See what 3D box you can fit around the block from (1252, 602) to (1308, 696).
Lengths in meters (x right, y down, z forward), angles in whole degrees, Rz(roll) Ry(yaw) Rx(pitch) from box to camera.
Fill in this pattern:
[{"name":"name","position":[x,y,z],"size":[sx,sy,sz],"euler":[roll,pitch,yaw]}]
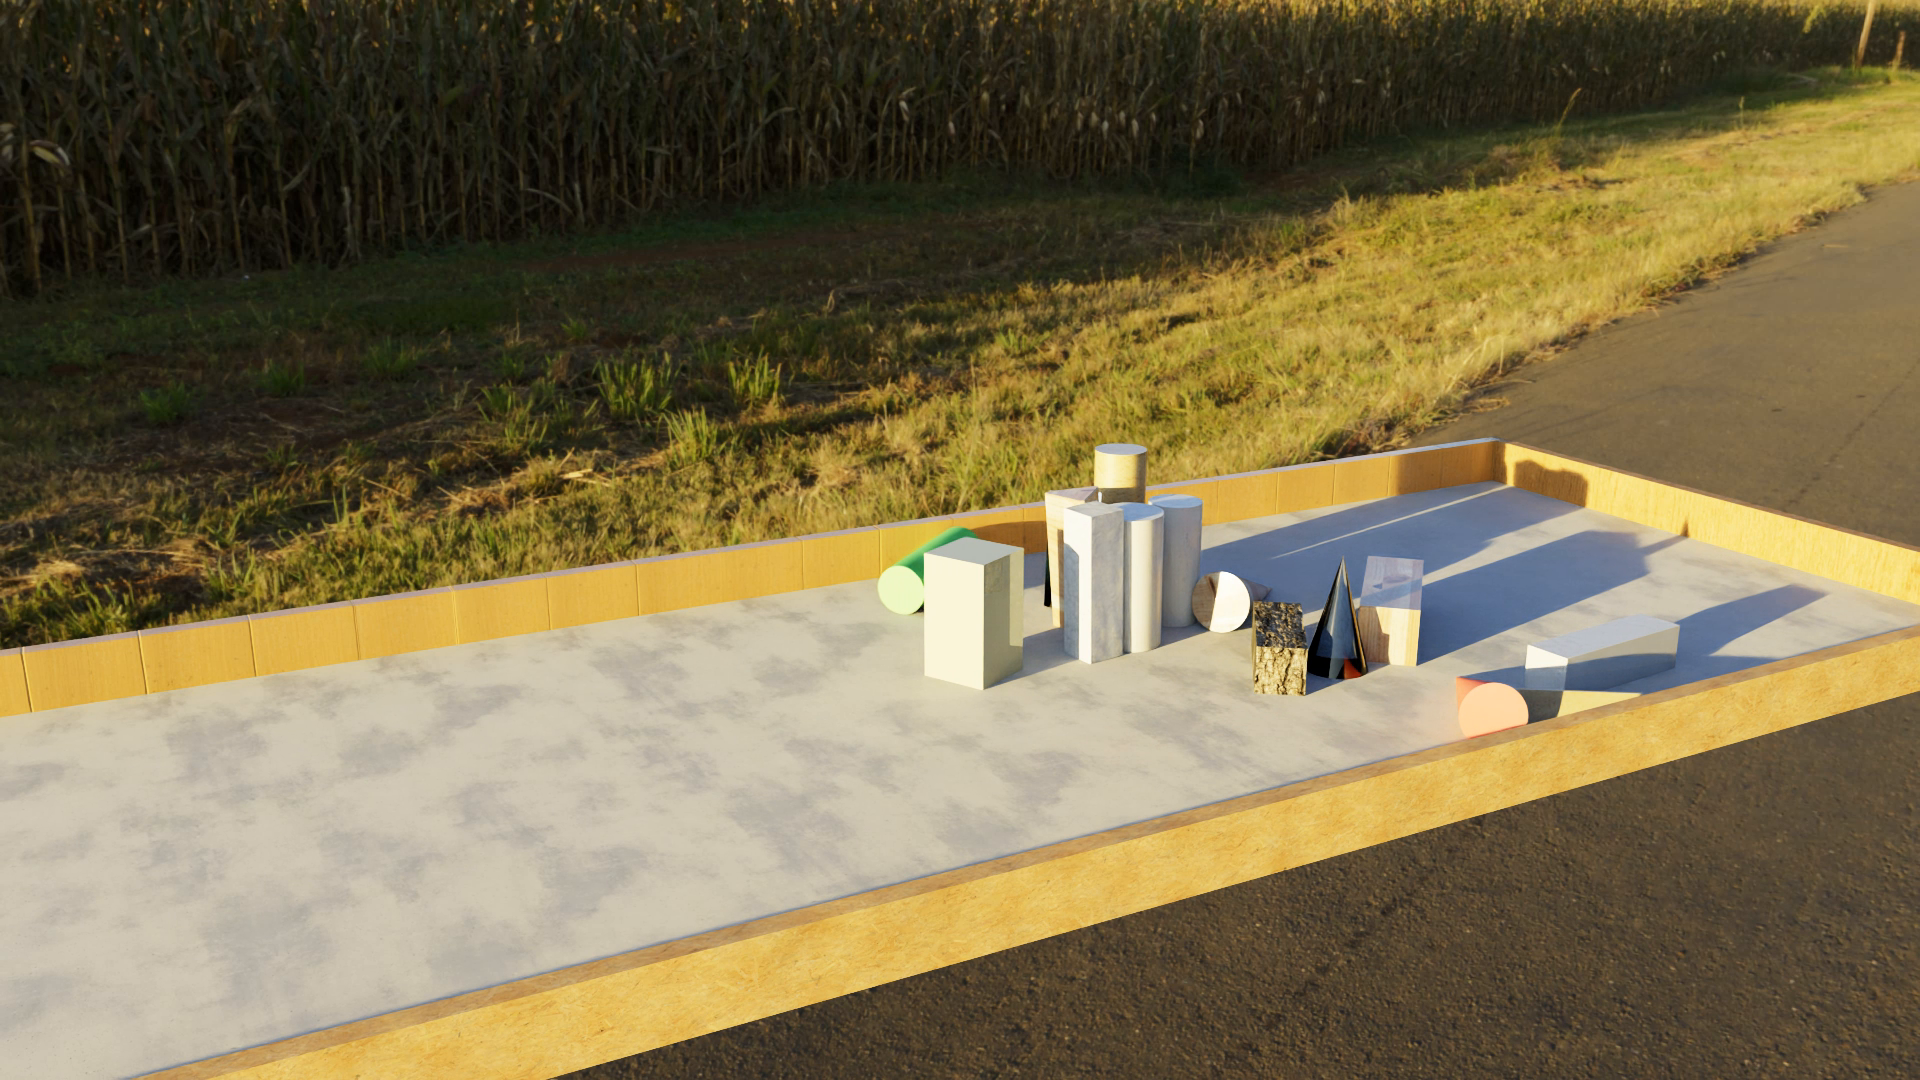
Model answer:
[{"name":"block","position":[0.812,0.273,4.210],"size":[0.122,0.122,0.353],"euler":[2,17,8]}]

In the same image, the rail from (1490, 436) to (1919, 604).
[{"name":"rail","position":[2.466,-0.048,5.253],"size":[0.050,0.150,2.100],"euler":[-9,18,-27]}]

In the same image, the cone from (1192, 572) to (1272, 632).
[{"name":"cone","position":[0.816,0.156,4.678],"size":[0.166,0.166,0.436],"euler":[9,8,29]}]

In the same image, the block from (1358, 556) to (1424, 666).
[{"name":"block","position":[1.164,0.185,4.456],"size":[0.152,0.152,0.456],"euler":[5,17,15]}]

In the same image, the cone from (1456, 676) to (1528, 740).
[{"name":"cone","position":[1.231,0.372,3.955],"size":[0.152,0.152,0.451],"euler":[2,7,6]}]

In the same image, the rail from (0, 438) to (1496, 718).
[{"name":"rail","position":[-3.305,0.497,3.399],"size":[12.000,0.150,0.050],"euler":[-9,18,-27]}]

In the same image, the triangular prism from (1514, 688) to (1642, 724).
[{"name":"triangular prism","position":[1.430,0.393,3.850],"size":[0.305,0.090,0.103],"euler":[2,16,5]}]

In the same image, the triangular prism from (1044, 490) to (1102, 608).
[{"name":"triangular prism","position":[0.297,0.027,4.663],"size":[0.126,0.331,0.145],"euler":[5,3,41]}]

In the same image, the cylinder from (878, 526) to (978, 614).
[{"name":"cylinder","position":[-0.082,0.084,4.814],"size":[0.141,0.141,0.435],"euler":[7,18,21]}]

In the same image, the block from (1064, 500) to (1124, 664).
[{"name":"block","position":[0.346,0.109,4.274],"size":[0.108,0.397,0.108],"euler":[-13,21,-33]}]

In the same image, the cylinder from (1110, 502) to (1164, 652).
[{"name":"cylinder","position":[0.450,0.098,4.371],"size":[0.172,0.362,0.172],"euler":[-1,18,0]}]

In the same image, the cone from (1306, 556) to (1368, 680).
[{"name":"cone","position":[0.965,0.183,4.195],"size":[0.163,0.302,0.163],"euler":[0,16,0]}]

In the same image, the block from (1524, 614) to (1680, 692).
[{"name":"block","position":[1.618,0.294,4.150],"size":[0.445,0.116,0.116],"euler":[-10,19,-32]}]

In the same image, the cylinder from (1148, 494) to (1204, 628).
[{"name":"cylinder","position":[0.590,0.056,4.562],"size":[0.149,0.340,0.149],"euler":[0,16,0]}]

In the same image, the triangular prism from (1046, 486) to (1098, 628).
[{"name":"triangular prism","position":[0.339,0.050,4.486],"size":[0.126,0.380,0.145],"euler":[-18,21,-37]}]

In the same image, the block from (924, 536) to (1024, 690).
[{"name":"block","position":[0.035,0.182,4.162],"size":[0.179,0.324,0.179],"euler":[11,20,34]}]

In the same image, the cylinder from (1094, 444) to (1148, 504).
[{"name":"cylinder","position":[0.467,-0.065,4.842],"size":[0.152,0.414,0.152],"euler":[0,16,0]}]

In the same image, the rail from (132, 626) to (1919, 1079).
[{"name":"rail","position":[-2.336,1.006,1.665],"size":[12.000,0.150,0.050],"euler":[-9,18,-27]}]
